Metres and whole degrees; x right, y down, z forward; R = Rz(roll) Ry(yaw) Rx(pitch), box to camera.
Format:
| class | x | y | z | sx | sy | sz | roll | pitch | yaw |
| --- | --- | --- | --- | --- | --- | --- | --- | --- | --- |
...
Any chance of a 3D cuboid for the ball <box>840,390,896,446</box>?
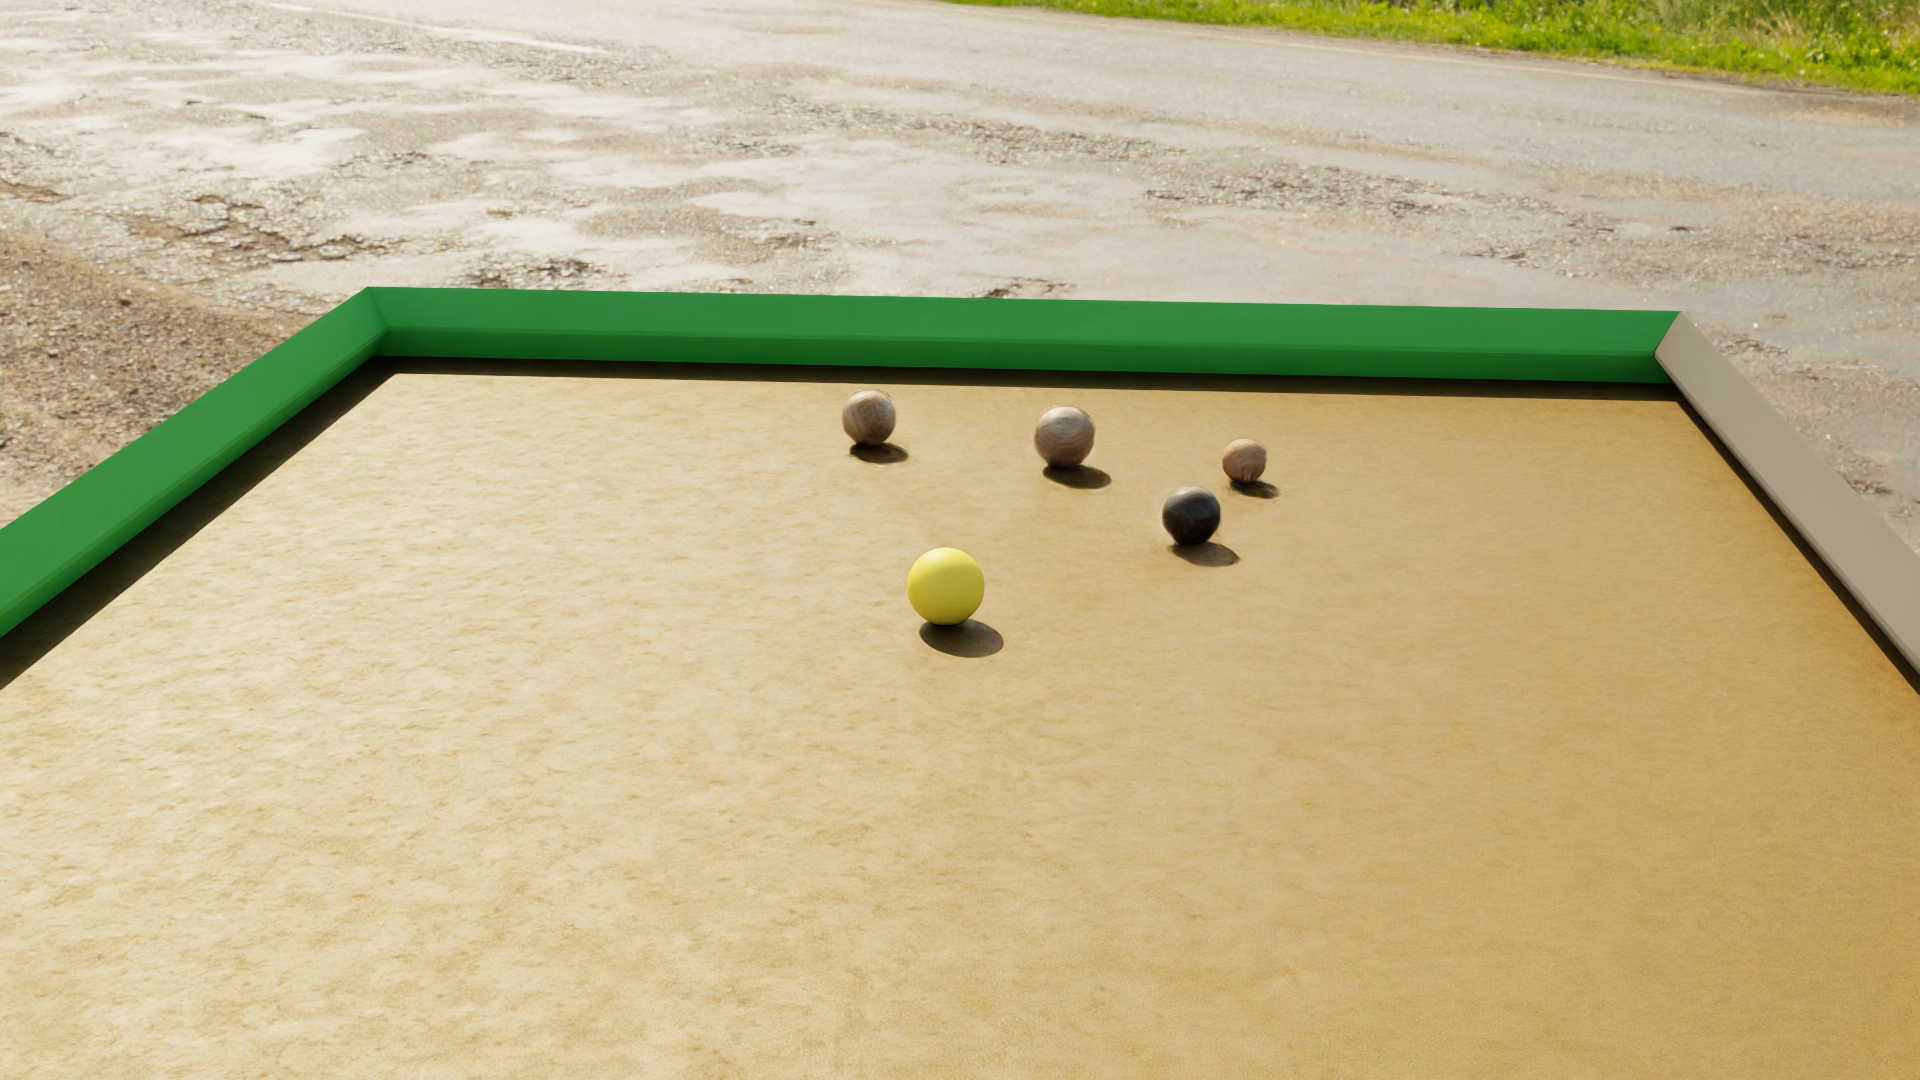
| class | x | y | z | sx | sy | sz | roll | pitch | yaw |
| --- | --- | --- | --- | --- | --- | --- | --- | --- | --- |
| ball | -0.128 | -0.171 | 3.084 | 0.078 | 0.078 | 0.078 | 0 | 19 | 0 |

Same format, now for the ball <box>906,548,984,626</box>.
| class | x | y | z | sx | sy | sz | roll | pitch | yaw |
| --- | --- | --- | --- | --- | --- | --- | --- | --- | --- |
| ball | -0.016 | 0.051 | 2.439 | 0.087 | 0.087 | 0.087 | 0 | 19 | 0 |

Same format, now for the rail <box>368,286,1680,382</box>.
| class | x | y | z | sx | sy | sz | roll | pitch | yaw |
| --- | --- | --- | --- | --- | --- | --- | --- | --- | --- |
| rail | 0.075 | -0.318 | 3.449 | 2.067 | 0.112 | 0.045 | 2 | 19 | 4 |

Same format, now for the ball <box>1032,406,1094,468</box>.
| class | x | y | z | sx | sy | sz | roll | pitch | yaw |
| --- | --- | --- | --- | --- | --- | --- | --- | --- | --- |
| ball | 0.141 | -0.140 | 2.986 | 0.084 | 0.084 | 0.084 | 0 | 19 | 0 |

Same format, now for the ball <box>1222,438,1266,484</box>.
| class | x | y | z | sx | sy | sz | roll | pitch | yaw |
| --- | --- | --- | --- | --- | --- | --- | --- | --- | --- |
| ball | 0.378 | -0.106 | 2.926 | 0.060 | 0.060 | 0.060 | 0 | 19 | 0 |

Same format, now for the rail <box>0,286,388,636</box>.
| class | x | y | z | sx | sy | sz | roll | pitch | yaw |
| --- | --- | --- | --- | --- | --- | --- | --- | --- | --- |
| rail | -1.083 | 0.264 | 1.793 | 0.045 | 0.112 | 3.736 | 2 | 19 | 4 |

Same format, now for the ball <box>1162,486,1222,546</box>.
| class | x | y | z | sx | sy | sz | roll | pitch | yaw |
| --- | --- | --- | --- | --- | --- | --- | --- | --- | --- |
| ball | 0.283 | -0.030 | 2.692 | 0.072 | 0.072 | 0.072 | 0 | 19 | 0 |

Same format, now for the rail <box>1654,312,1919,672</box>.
| class | x | y | z | sx | sy | sz | roll | pitch | yaw |
| --- | --- | --- | --- | --- | --- | --- | --- | --- | --- |
| rail | 0.930 | 0.319 | 1.637 | 0.045 | 0.112 | 3.736 | 2 | 19 | 4 |
